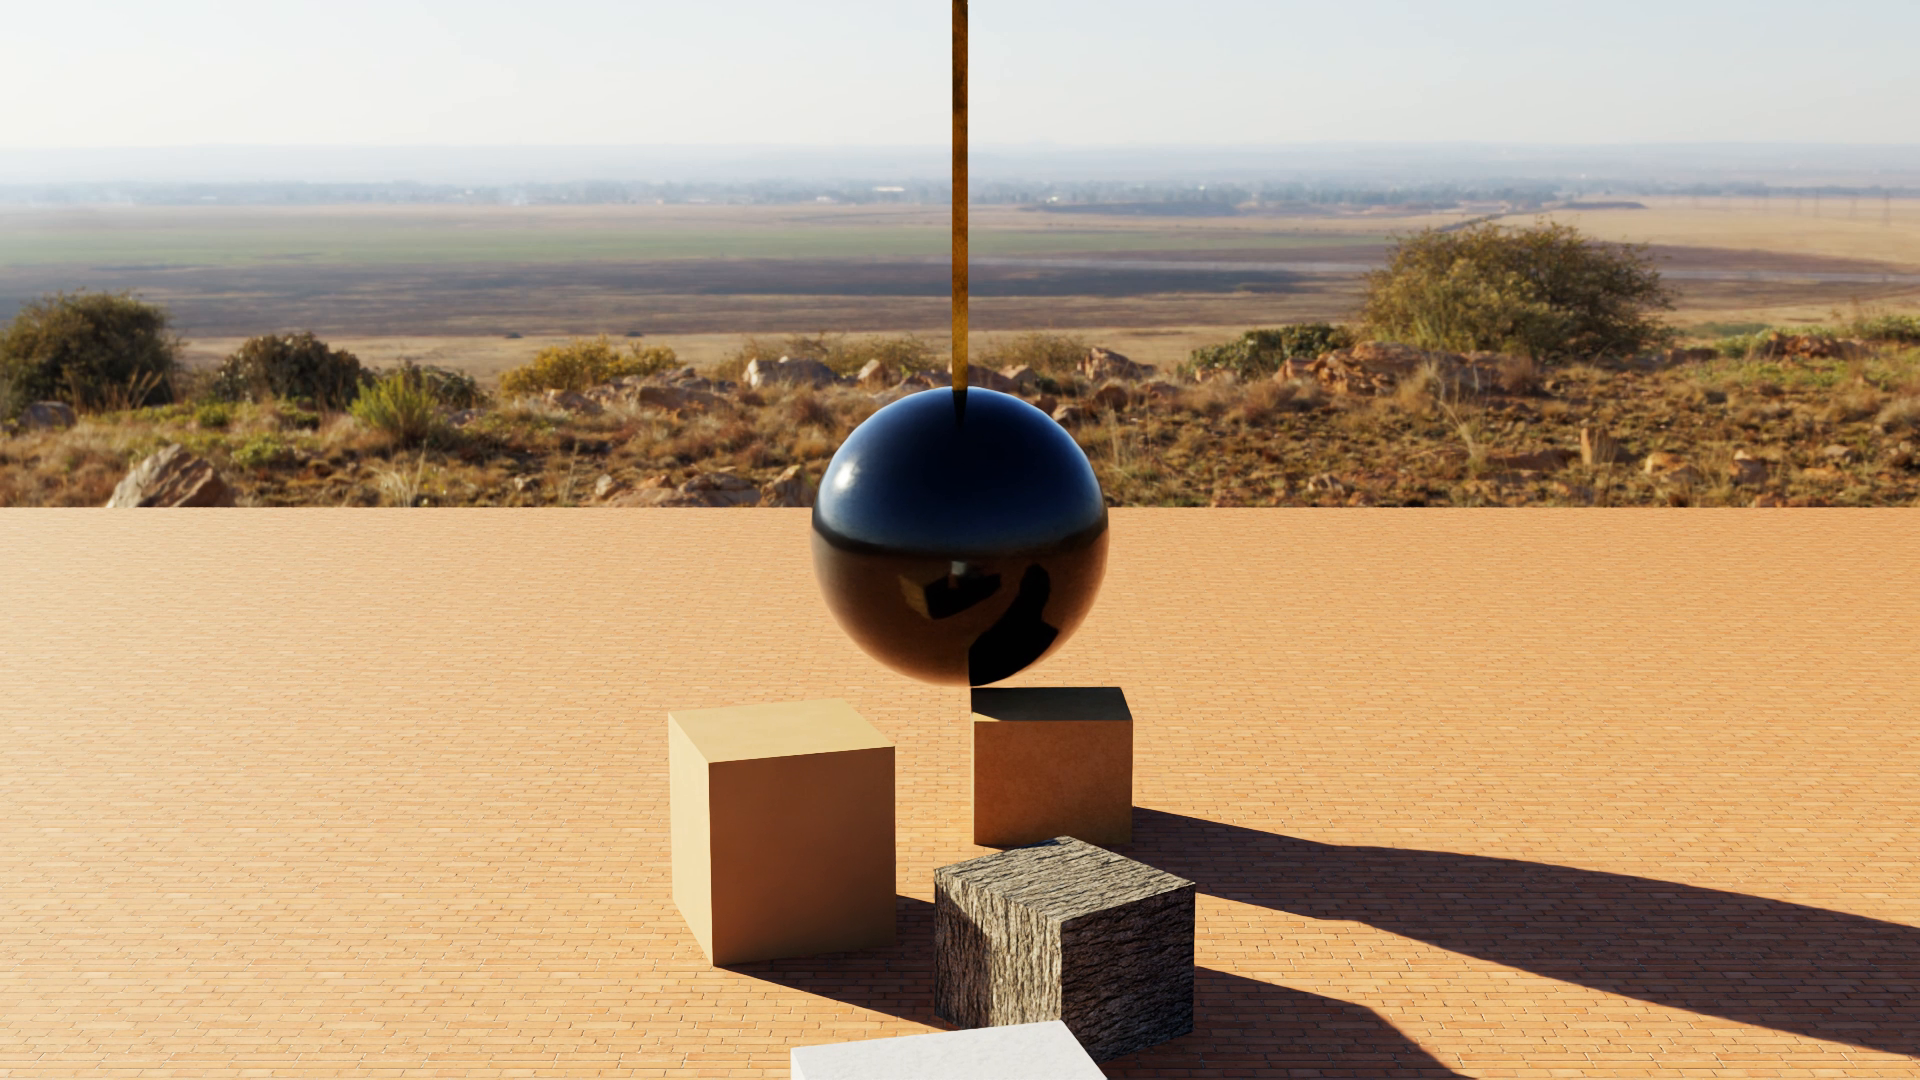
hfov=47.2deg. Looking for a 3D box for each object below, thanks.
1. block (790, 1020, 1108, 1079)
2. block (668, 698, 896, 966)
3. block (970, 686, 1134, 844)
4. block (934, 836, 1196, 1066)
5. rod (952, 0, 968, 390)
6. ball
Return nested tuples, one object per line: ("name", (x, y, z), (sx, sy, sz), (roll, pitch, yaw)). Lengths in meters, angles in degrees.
("block", (0.004, 1.980, 6.445), (0.856, 0.797, 0.810), (-3, 11, -14))
("block", (-0.813, 1.290, 9.932), (0.826, 0.908, 0.890), (-3, 11, -18))
("block", (0.462, 1.159, 11.397), (0.799, 0.642, 0.692), (0, 10, -1))
("block", (0.413, 1.641, 8.801), (0.699, 0.621, 0.778), (-8, 13, -38))
("rod", (0.000, -3.299, 10.804), (0.080, 5.200, 0.080), (0, 15, 0))
("ball", (0.000, -0.017, 11.693), (1.600, 1.600, 1.600), (0, 10, 0))
